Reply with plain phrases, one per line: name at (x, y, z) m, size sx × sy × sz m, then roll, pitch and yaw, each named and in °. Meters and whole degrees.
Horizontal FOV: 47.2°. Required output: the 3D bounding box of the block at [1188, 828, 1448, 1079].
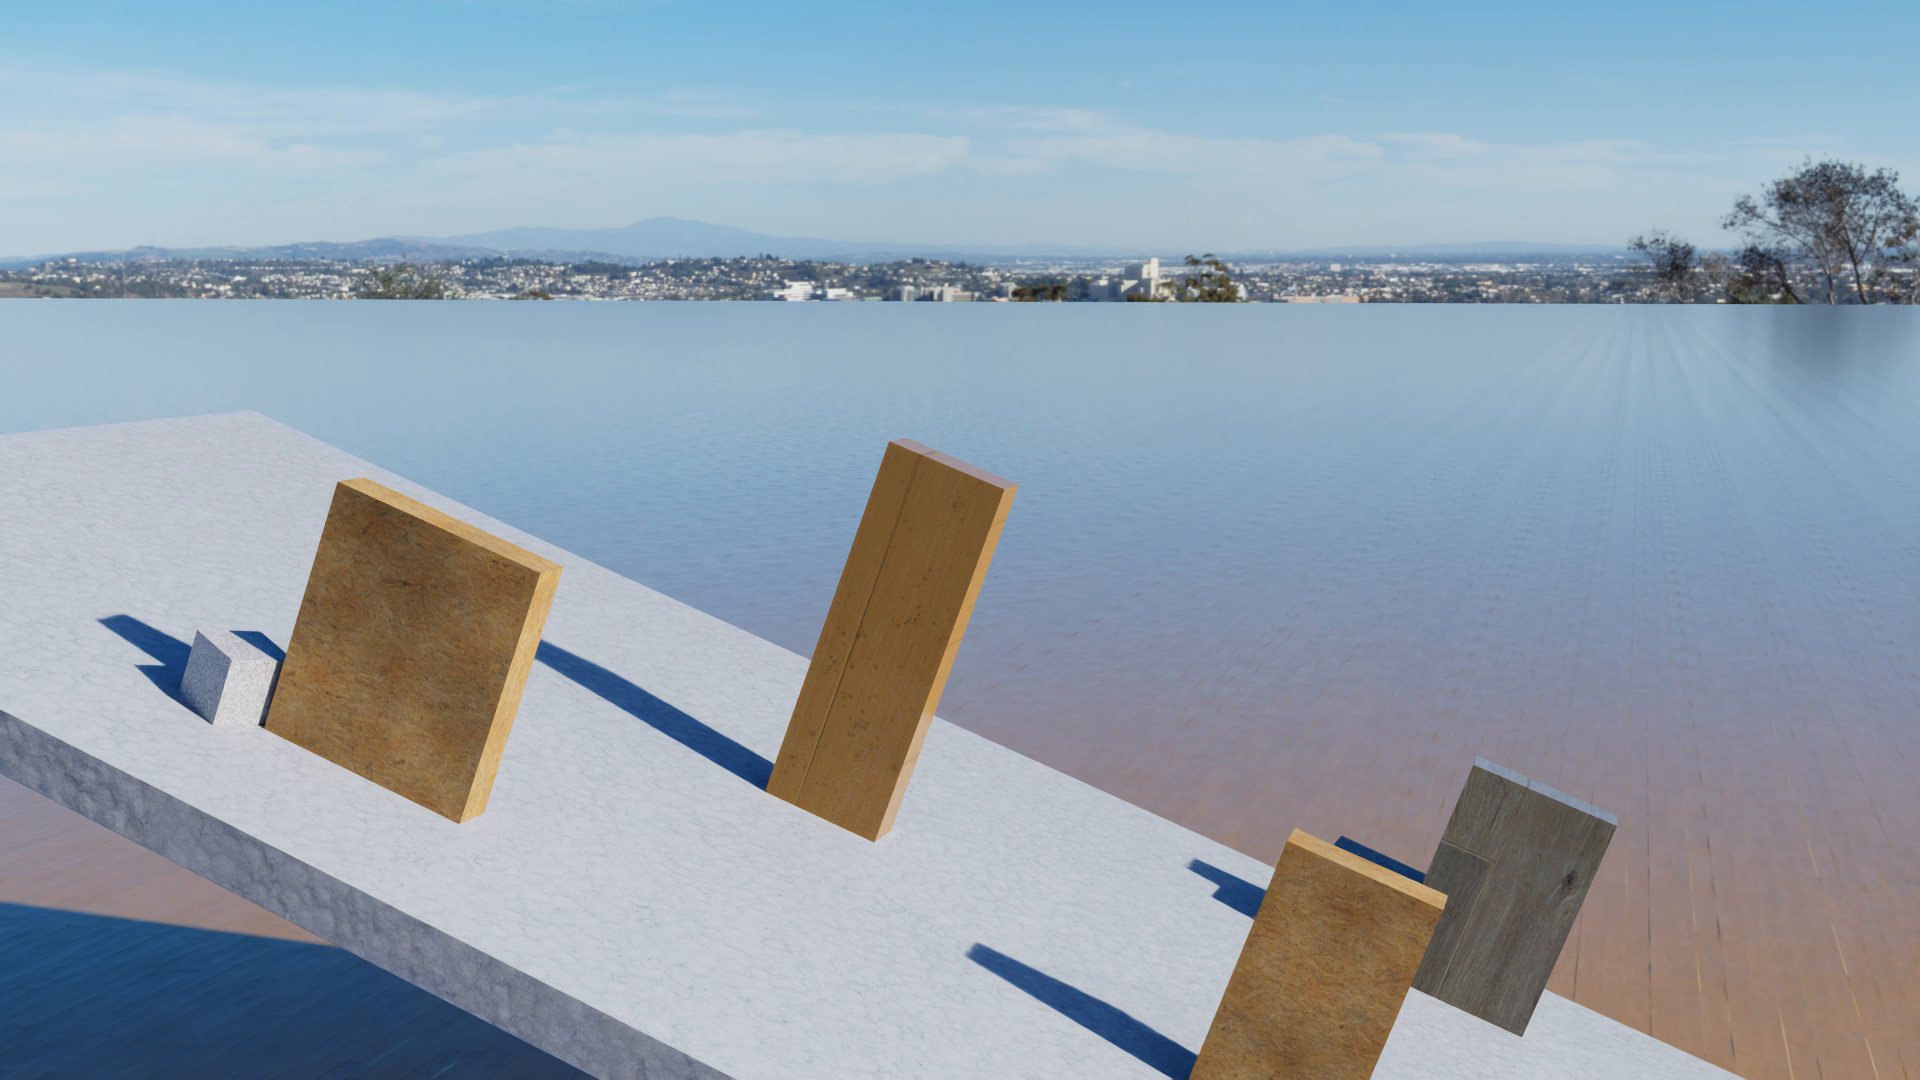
block at (0.588, 0.749, 3.643) m, size 0.269 × 0.464 × 0.087 m, roll 23°, pitch 13°, yaw 13°

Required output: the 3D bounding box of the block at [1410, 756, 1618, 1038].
block at (1.103, 0.728, 4.496) m, size 0.300 × 0.484 × 0.090 m, roll 23°, pitch 13°, yaw 13°

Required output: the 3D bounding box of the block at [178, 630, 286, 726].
block at (-1.241, 0.236, 3.774) m, size 0.122 × 0.122 × 0.122 m, roll 30°, pitch 16°, yaw 37°

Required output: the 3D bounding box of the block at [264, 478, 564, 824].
block at (-0.924, 0.184, 3.706) m, size 0.397 × 0.459 × 0.081 m, roll 23°, pitch 13°, yaw 13°

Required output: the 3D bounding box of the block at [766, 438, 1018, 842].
block at (-0.135, 0.194, 4.245) m, size 0.242 × 0.740 × 0.101 m, roll 23°, pitch 13°, yaw 13°

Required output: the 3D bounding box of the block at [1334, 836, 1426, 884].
block at (0.832, 0.765, 4.588) m, size 0.194 × 0.194 × 0.194 m, roll 24°, pitch 13°, yaw 16°

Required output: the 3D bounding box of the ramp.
ramp at (-0.326, 0.591, 4.206) m, size 4.000 × 0.100 × 2.000 m, roll 23°, pitch 13°, yaw 13°
